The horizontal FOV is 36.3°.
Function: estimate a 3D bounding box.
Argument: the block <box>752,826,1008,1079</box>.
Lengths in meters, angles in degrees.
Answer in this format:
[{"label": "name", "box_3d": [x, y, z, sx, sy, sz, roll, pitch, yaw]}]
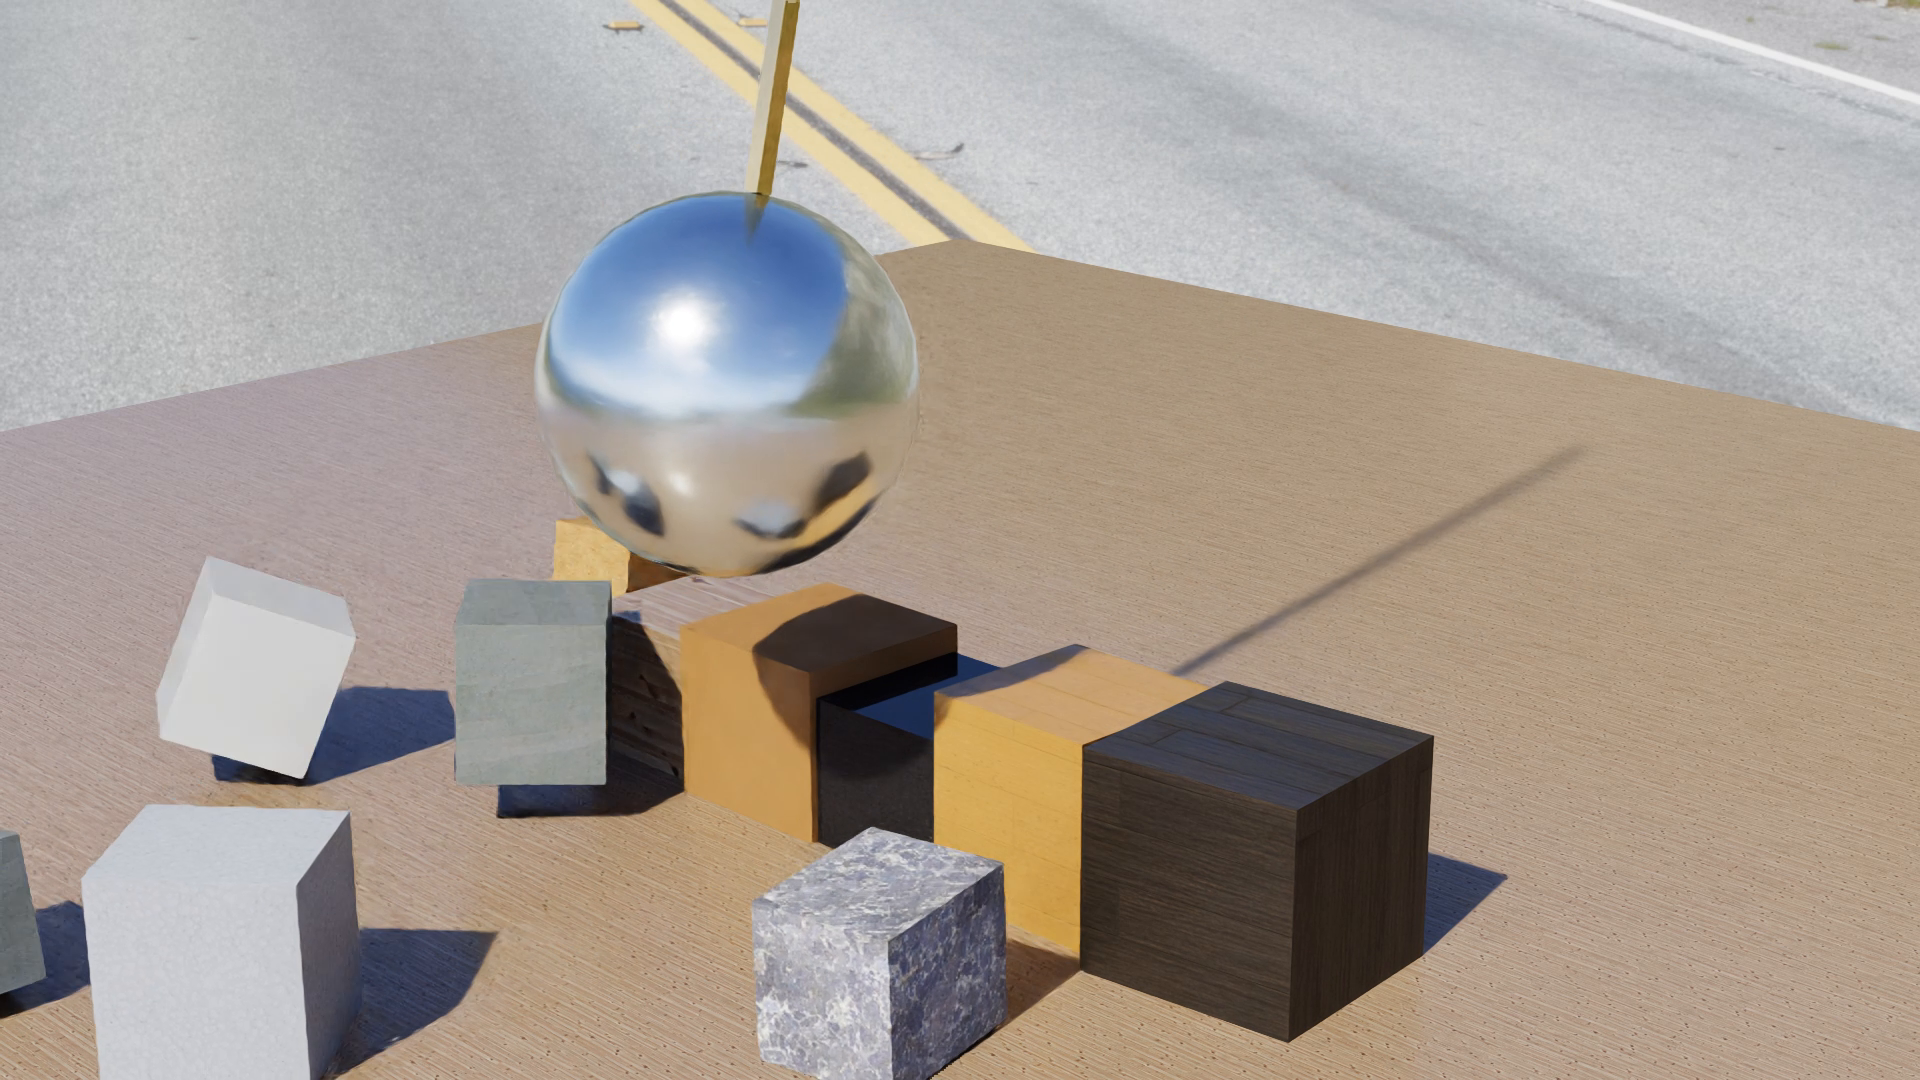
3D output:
[{"label": "block", "box_3d": [-0.312, 1.687, 11.752, 0.658, 0.701, 0.807, 11, 23, 32]}]

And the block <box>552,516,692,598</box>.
[{"label": "block", "box_3d": [-1.899, 0.207, 16.538, 0.556, 0.605, 0.559, 12, 12, 34]}]

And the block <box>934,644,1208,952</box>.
[{"label": "block", "box_3d": [0.526, 1.132, 13.137, 0.914, 0.964, 0.905, -16, 24, -42]}]

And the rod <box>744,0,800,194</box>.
[{"label": "rod", "box_3d": [-0.415, -3.965, 11.660, 0.080, 5.200, 0.080, 17, 11, 42]}]

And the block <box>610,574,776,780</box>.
[{"label": "block", "box_3d": [-1.319, 0.687, 14.921, 0.779, 0.742, 0.831, -17, 24, -42]}]

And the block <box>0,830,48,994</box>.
[{"label": "block", "box_3d": [-4.316, 1.580, 12.083, 0.664, 0.625, 0.739, 2, 14, 45]}]

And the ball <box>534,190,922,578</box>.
[{"label": "ball", "box_3d": [-0.959, -0.643, 12.135, 1.600, 1.600, 1.600, 0, 17, 0]}]

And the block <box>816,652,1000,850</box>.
[{"label": "block", "box_3d": [-0.076, 1.065, 13.749, 0.773, 0.724, 0.901, 16, 24, 42]}]

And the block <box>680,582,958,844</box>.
[{"label": "block", "box_3d": [-0.684, 0.820, 14.307, 0.969, 0.856, 0.932, -17, 24, -42]}]

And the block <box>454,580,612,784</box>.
[{"label": "block", "box_3d": [-2.044, 0.674, 14.139, 0.698, 0.780, 0.838, 0, 14, -5]}]

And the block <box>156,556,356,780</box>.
[{"label": "block", "box_3d": [-3.504, 0.627, 14.570, 0.718, 0.762, 0.720, 19, 9, -20]}]

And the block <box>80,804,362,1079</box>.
[{"label": "block", "box_3d": [-2.929, 1.620, 11.722, 0.844, 0.880, 0.743, 1, 17, 4]}]

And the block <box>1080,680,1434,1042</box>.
[{"label": "block", "box_3d": [1.254, 1.329, 12.418, 1.054, 1.017, 1.051, 14, 22, 37]}]
